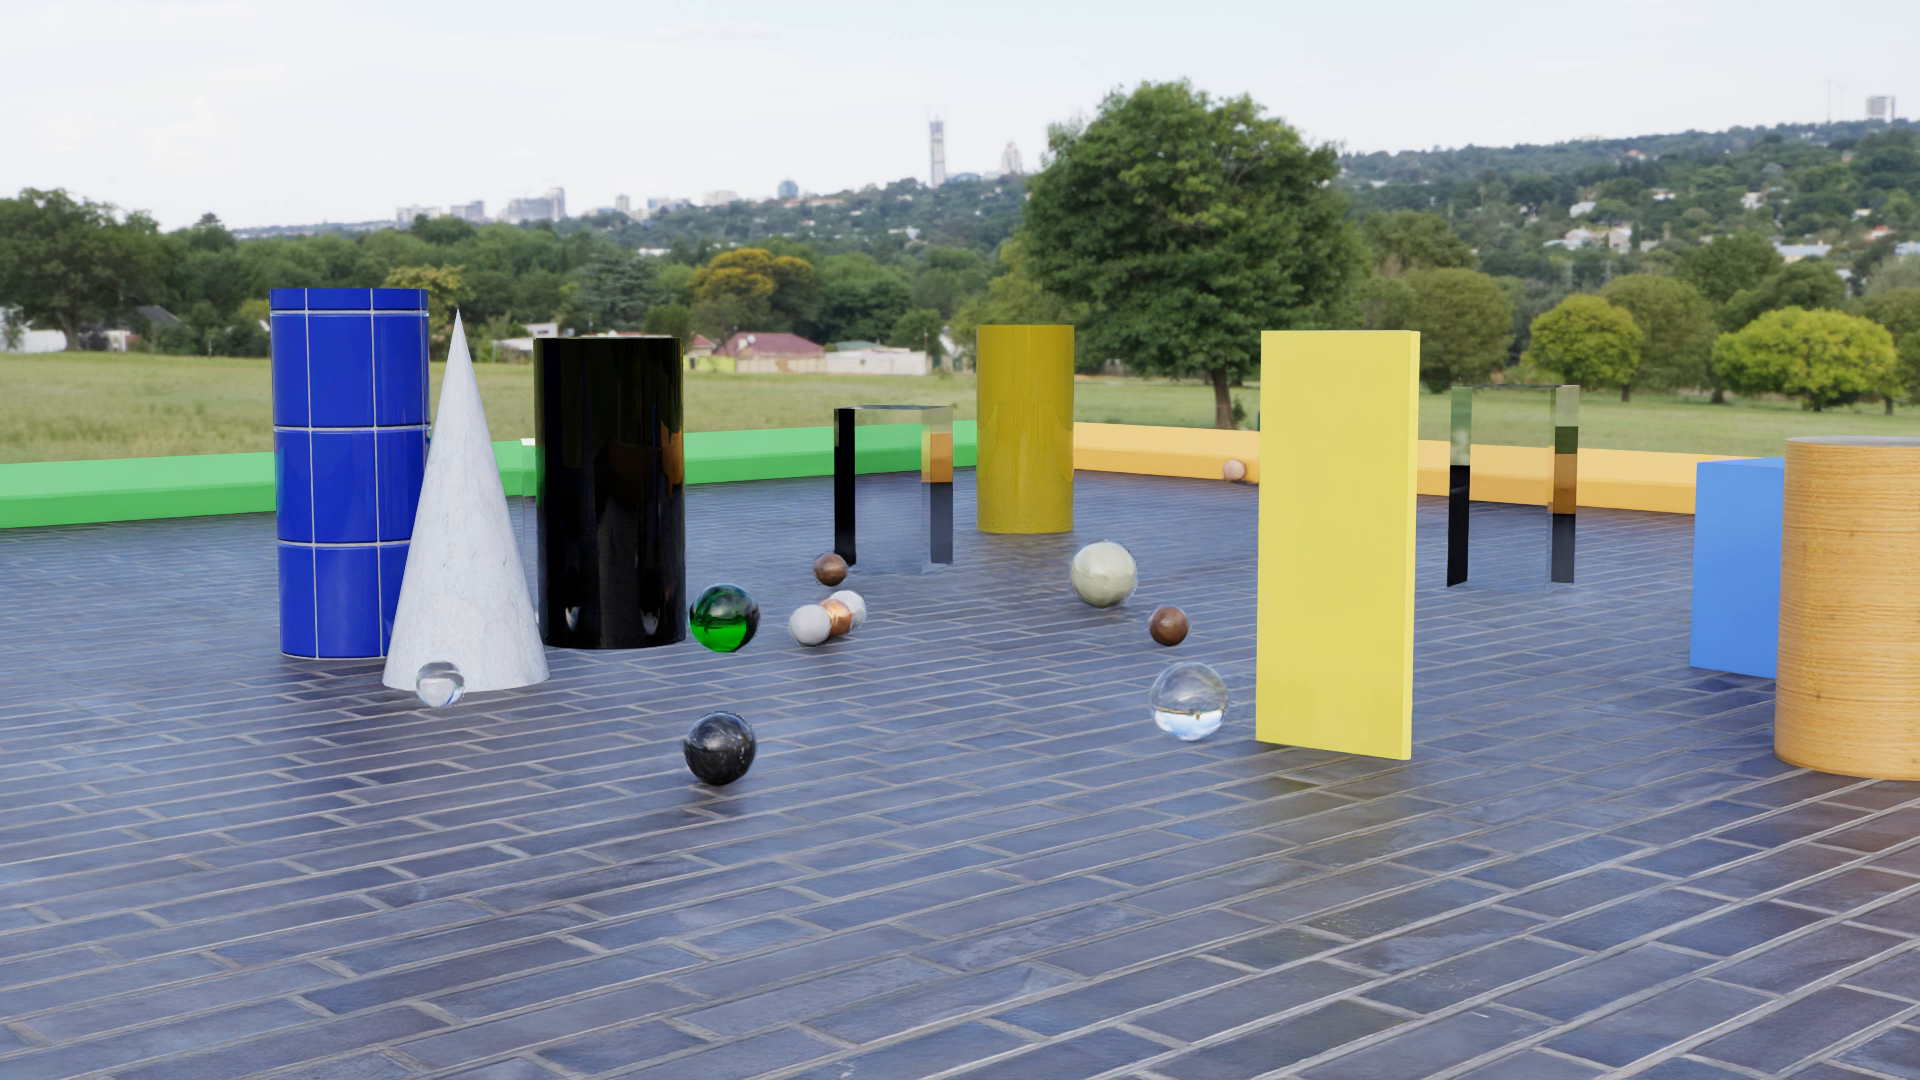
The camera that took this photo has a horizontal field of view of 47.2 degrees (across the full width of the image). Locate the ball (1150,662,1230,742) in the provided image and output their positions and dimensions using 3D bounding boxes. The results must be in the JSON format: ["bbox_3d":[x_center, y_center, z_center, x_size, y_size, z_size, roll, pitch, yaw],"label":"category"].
[{"bbox_3d":[0.238,0.168,2.285,0.082,0.082,0.082,0,6,0],"label":"ball"}]

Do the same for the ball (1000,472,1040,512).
[{"bbox_3d":[0.134,-0.107,4.897,0.088,0.088,0.088,0,6,0],"label":"ball"}]

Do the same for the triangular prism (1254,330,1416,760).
[{"bbox_3d":[0.422,-0.004,2.280,0.173,0.424,0.150,5,7,37],"label":"triangular prism"}]

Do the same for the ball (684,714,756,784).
[{"bbox_3d":[-0.226,0.197,2.075,0.067,0.067,0.067,0,6,0],"label":"ball"}]

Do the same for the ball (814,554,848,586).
[{"bbox_3d":[-0.209,0.048,3.569,0.054,0.054,0.054,0,6,0],"label":"ball"}]

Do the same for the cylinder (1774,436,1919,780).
[{"bbox_3d":[0.917,0.061,2.176,0.200,0.317,0.200,0,6,0],"label":"cylinder"}]

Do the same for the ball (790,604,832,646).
[{"bbox_3d":[-0.200,0.114,2.933,0.056,0.056,0.056,0,6,0],"label":"ball"}]

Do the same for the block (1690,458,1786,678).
[{"bbox_3d":[1.031,0.033,2.738,0.160,0.257,0.160,-4,7,-36],"label":"block"}]

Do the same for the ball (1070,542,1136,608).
[{"bbox_3d":[0.216,0.052,3.310,0.100,0.100,0.100,0,6,0],"label":"ball"}]

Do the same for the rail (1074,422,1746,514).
[{"bbox_3d":[1.614,-0.120,4.813,0.045,0.130,4.430,-5,8,-42],"label":"rail"}]

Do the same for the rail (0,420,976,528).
[{"bbox_3d":[-1.486,-0.133,4.934,4.441,0.130,0.045,-5,8,-42],"label":"rail"}]

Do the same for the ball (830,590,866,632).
[{"bbox_3d":[-0.160,0.099,3.071,0.057,0.057,0.057,0,6,0],"label":"ball"}]

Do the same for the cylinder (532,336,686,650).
[{"bbox_3d":[-0.473,-0.069,2.981,0.200,0.409,0.200,0,6,0],"label":"cylinder"}]

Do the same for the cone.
[{"bbox_3d":[-0.601,-0.055,2.656,0.200,0.448,0.200,0,6,0],"label":"cone"}]

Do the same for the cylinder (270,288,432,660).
[{"bbox_3d":[-0.797,-0.092,2.891,0.200,0.473,0.200,0,6,0],"label":"cylinder"}]

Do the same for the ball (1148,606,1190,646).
[{"bbox_3d":[0.279,0.114,2.936,0.054,0.054,0.054,0,6,0],"label":"ball"}]

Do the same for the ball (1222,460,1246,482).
[{"bbox_3d":[0.715,-0.180,5.732,0.060,0.060,0.060,0,6,0],"label":"ball"}]

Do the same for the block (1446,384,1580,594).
[{"bbox_3d":[0.897,-0.087,3.565,0.160,0.325,0.160,4,7,31],"label":"block"}]

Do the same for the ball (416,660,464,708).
[{"bbox_3d":[-0.586,0.162,2.478,0.054,0.054,0.054,0,6,0],"label":"ball"}]

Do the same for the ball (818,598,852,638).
[{"bbox_3d":[-0.175,0.107,3.009,0.053,0.053,0.053,0,6,0],"label":"ball"}]

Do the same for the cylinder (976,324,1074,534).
[{"bbox_3d":[0.133,-0.231,4.499,0.200,0.417,0.200,0,6,0],"label":"cylinder"}]

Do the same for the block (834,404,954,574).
[{"bbox_3d":[-0.114,-0.091,3.824,0.160,0.279,0.160,2,6,19],"label":"block"}]

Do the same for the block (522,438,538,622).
[{"bbox_3d":[-0.559,-0.018,3.230,0.160,0.255,0.160,-1,6,-12],"label":"block"}]

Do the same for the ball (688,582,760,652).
[{"bbox_3d":[-0.309,0.101,2.880,0.091,0.091,0.091,0,6,0],"label":"ball"}]
